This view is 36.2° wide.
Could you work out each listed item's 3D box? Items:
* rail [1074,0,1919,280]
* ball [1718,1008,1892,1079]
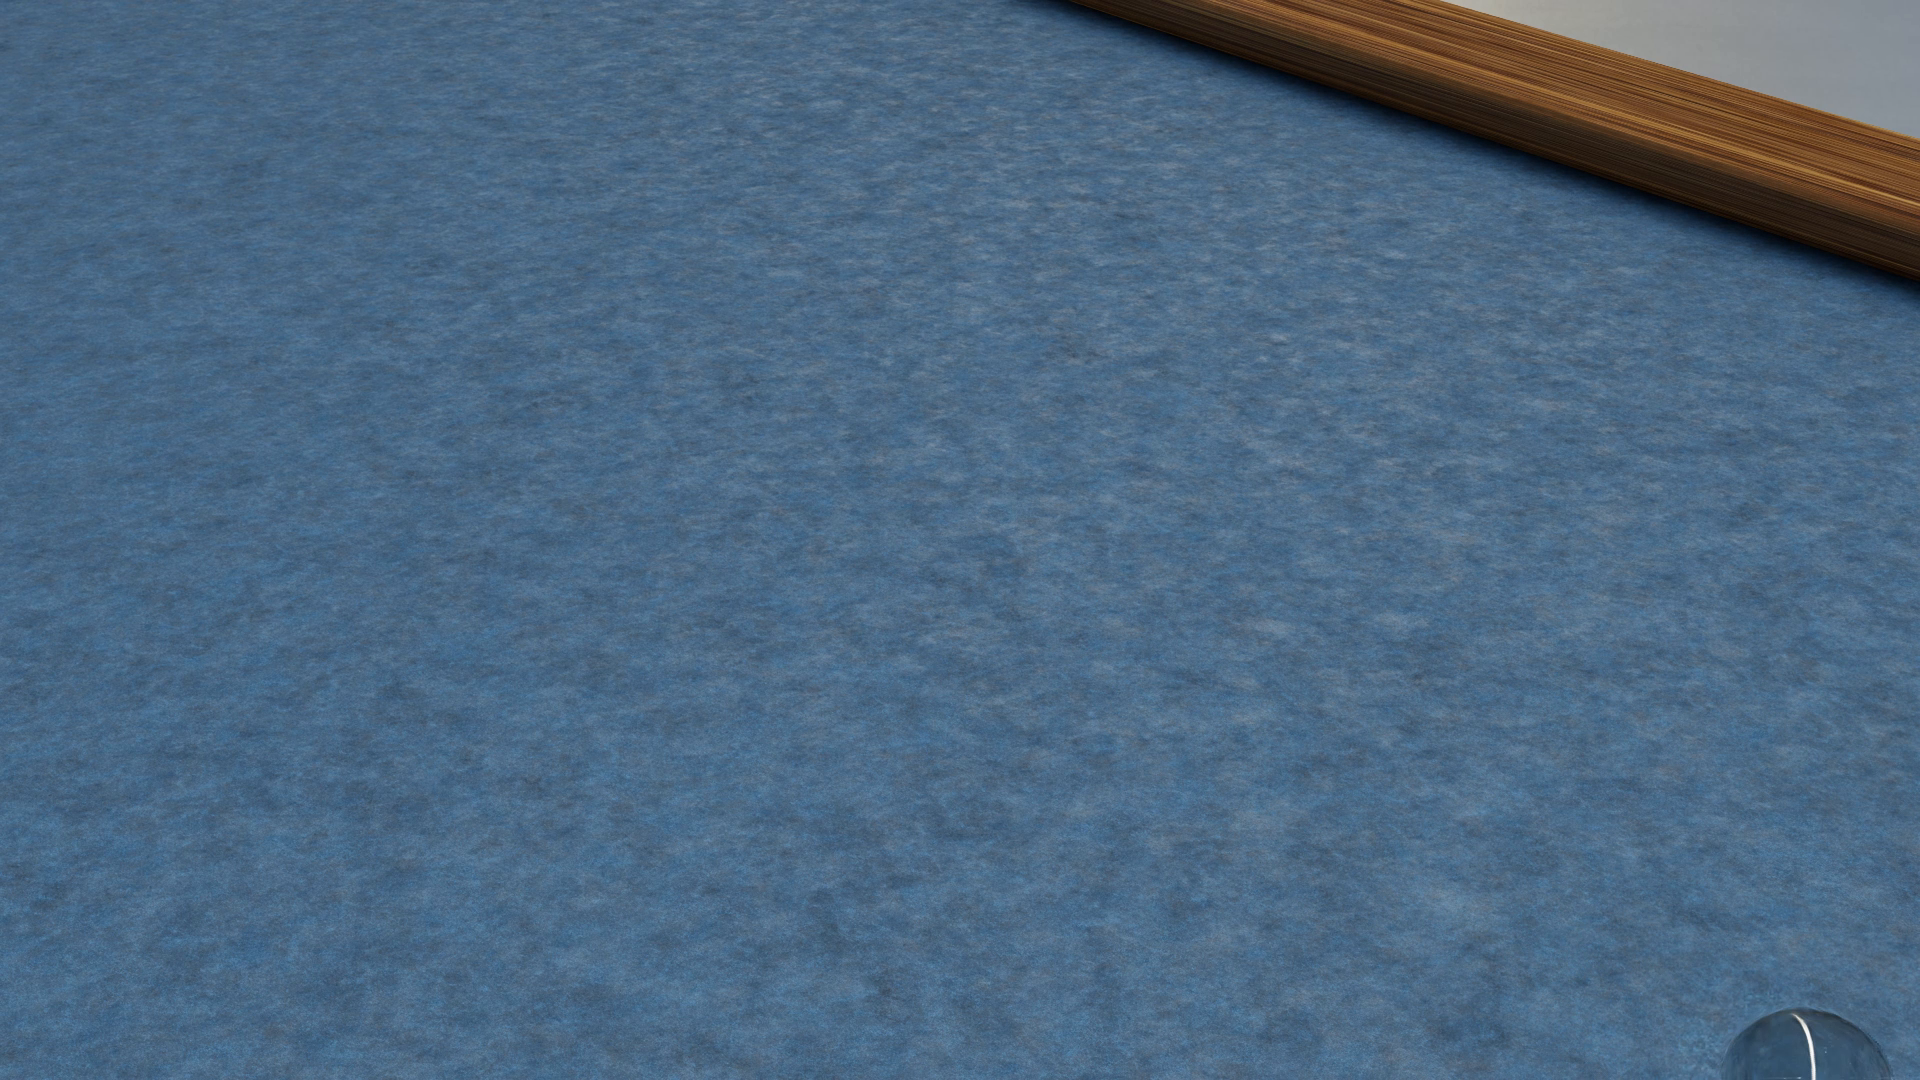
[{"bbox_3d":[0.222,-0.651,3.418,0.045,0.129,4.080,-18,31,-33],"label":"rail"},{"bbox_3d":[0.432,0.283,1.503,0.087,0.087,0.087,0,25,0],"label":"ball"}]
